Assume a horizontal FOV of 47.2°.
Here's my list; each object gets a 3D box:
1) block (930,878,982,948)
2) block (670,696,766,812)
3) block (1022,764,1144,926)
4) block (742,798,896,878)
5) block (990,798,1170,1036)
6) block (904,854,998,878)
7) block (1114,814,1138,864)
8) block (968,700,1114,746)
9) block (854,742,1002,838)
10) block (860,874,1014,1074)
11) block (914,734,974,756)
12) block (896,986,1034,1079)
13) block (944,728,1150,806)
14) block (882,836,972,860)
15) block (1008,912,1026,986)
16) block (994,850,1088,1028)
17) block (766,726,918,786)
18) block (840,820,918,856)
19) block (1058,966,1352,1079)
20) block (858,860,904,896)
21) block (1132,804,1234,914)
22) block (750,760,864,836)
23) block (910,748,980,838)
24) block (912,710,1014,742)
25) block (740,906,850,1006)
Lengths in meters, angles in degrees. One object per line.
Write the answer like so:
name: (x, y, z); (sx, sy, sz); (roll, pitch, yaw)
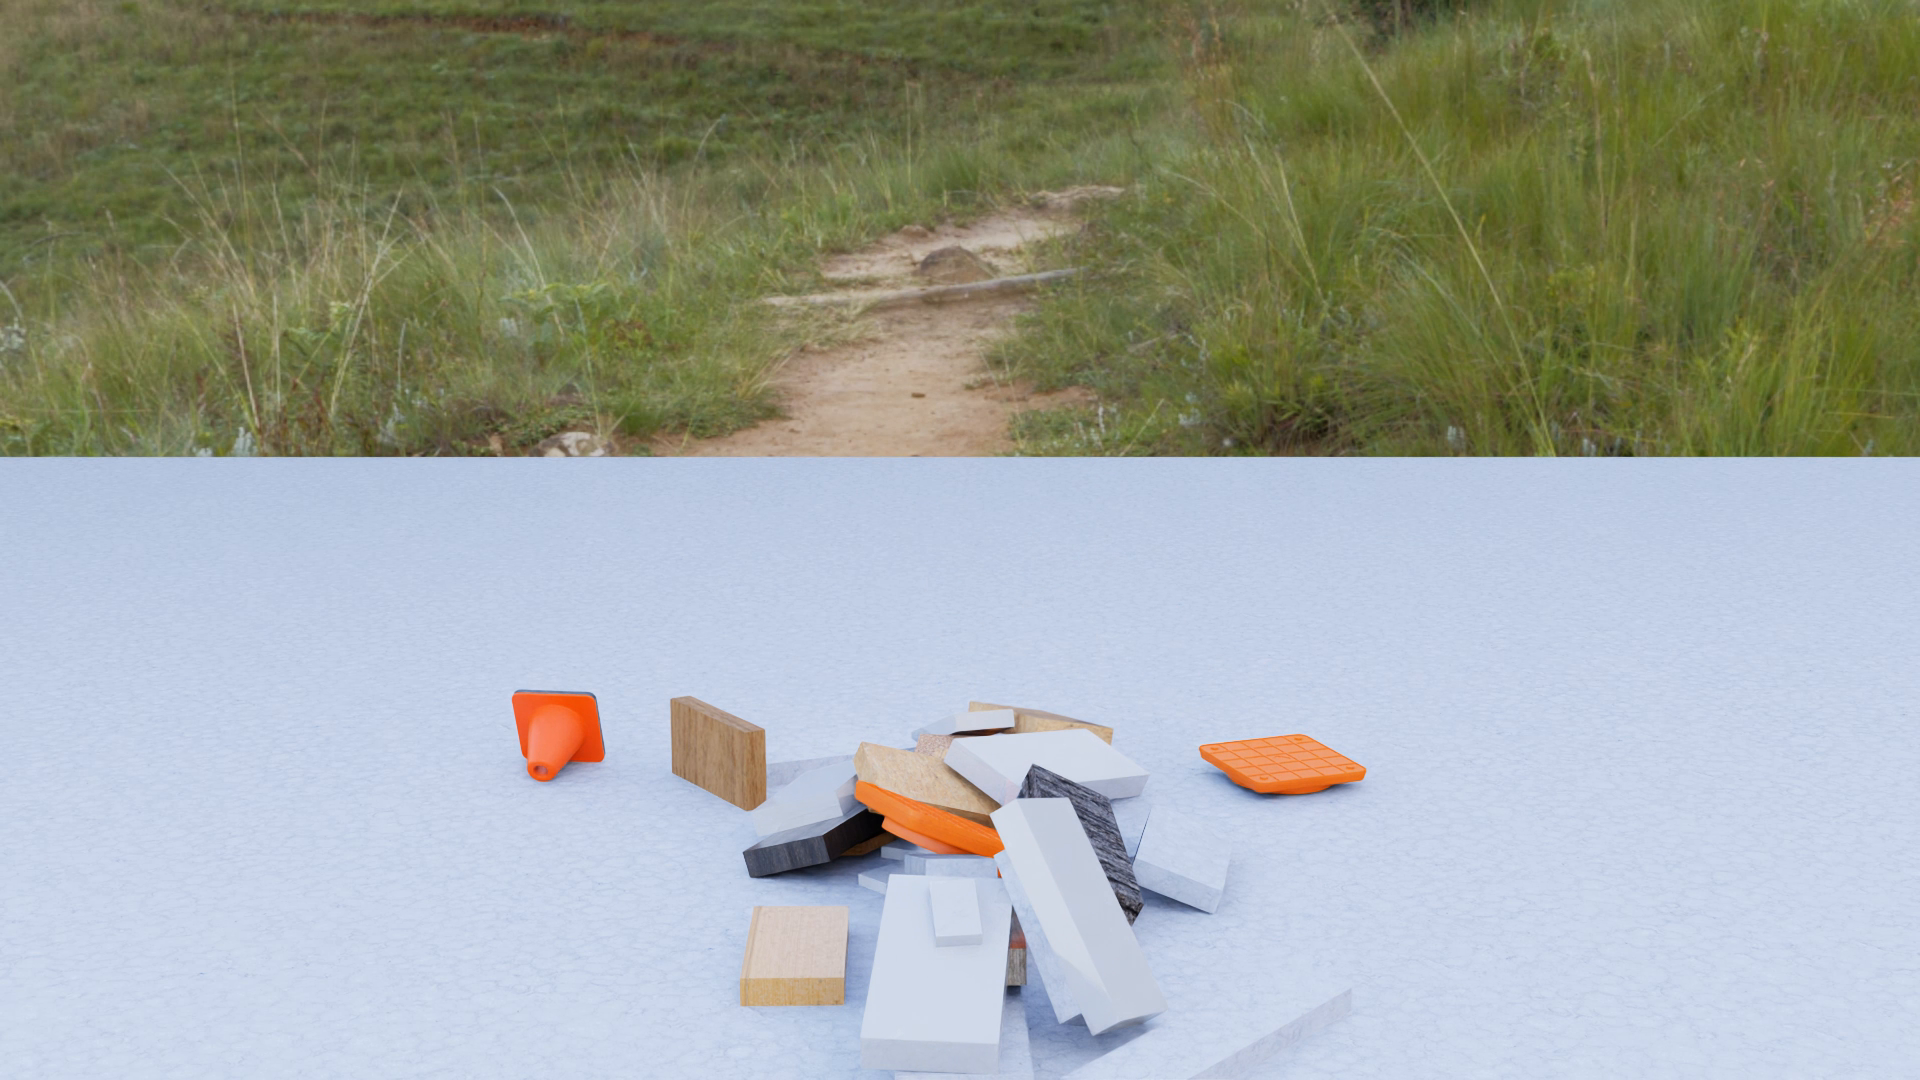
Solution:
block: (-0.006, 0.517, 3.055); (0.064, 0.018, 0.128); (-3, 27, -4)
block: (-0.467, 0.408, 4.234); (0.043, 0.152, 0.304); (-7, 13, -34)
block: (0.199, 0.499, 3.654); (0.151, 0.043, 0.460); (25, 12, -9)
block: (-0.220, 0.505, 3.870); (0.163, 0.046, 0.358); (-15, 3, 26)
block: (0.169, 0.526, 3.105); (0.048, 0.337, 0.168); (-33, -20, 22)
block: (-0.016, 0.508, 3.417); (0.110, 0.031, 0.220); (1, -6, -10)
block: (0.216, 0.531, 3.868); (0.152, 0.043, 0.304); (-2, 11, -8)
block: (0.159, 0.377, 4.464); (0.168, 0.048, 0.337); (9, -2, -23)
block: (-0.030, 0.450, 3.925); (0.304, 0.043, 0.152); (14, 26, -23)
block: (-0.025, 0.585, 2.998); (0.179, 0.051, 0.358); (2, 27, 4)
block: (-0.033, 0.446, 4.216); (0.124, 0.035, 0.248); (1, 22, 8)
block: (0.000, 0.684, 3.023); (0.179, 0.051, 0.358); (0, 11, -2)
block: (0.167, 0.422, 4.075); (0.168, 0.048, 0.435); (34, 18, 32)
block: (-0.059, 0.546, 3.853); (0.142, 0.020, 0.071); (5, 12, 25)
block: (0.005, 0.603, 3.256); (0.179, 0.051, 0.358); (0, -2, 0)
block: (0.138, 0.561, 3.112); (0.036, 0.257, 0.129); (-32, -27, 19)
block: (-0.256, 0.431, 4.398); (0.326, 0.046, 0.163); (-4, 11, -22)
block: (-0.150, 0.526, 3.887); (0.071, 0.020, 0.142); (-10, 5, 43)
block: (0.321, 0.697, 2.993); (0.129, 0.036, 0.602); (9, 14, 40)
block: (-0.095, 0.568, 3.730); (0.142, 0.020, 0.071); (-10, 14, -42)
block: (0.376, 0.535, 3.720); (0.151, 0.043, 0.301); (20, 13, 6)
block: (-0.247, 0.459, 3.991); (0.163, 0.046, 0.326); (-16, 3, 15)
block: (-0.006, 0.467, 4.071); (0.124, 0.035, 0.248); (3, 25, 10)
block: (0.004, 0.381, 4.420); (0.124, 0.035, 0.247); (-3, -12, -23)
block: (-0.248, 0.629, 3.343); (0.151, 0.043, 0.302); (0, 11, -1)
